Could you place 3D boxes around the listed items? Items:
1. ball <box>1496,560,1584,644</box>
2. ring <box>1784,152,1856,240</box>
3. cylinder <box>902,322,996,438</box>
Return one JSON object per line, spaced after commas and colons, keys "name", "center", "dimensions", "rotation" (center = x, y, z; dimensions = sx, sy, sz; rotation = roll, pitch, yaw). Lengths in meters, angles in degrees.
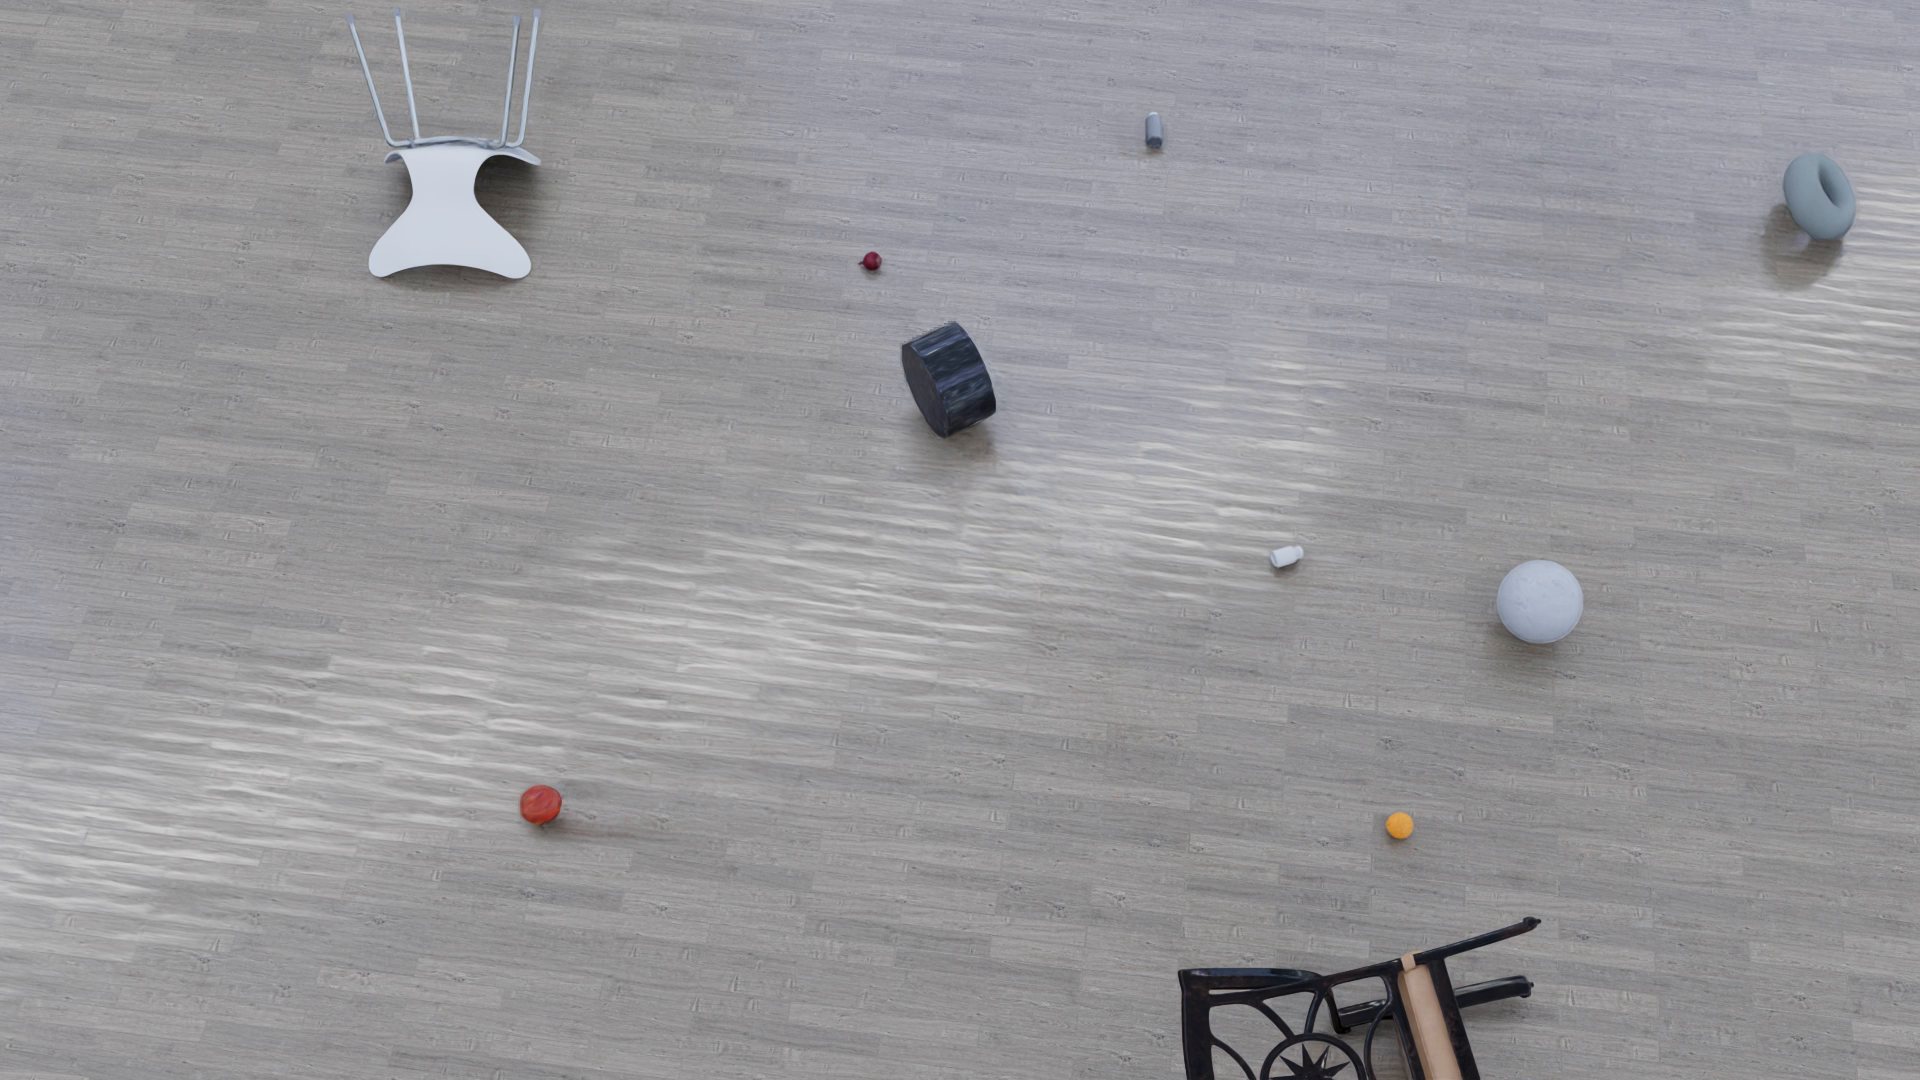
{"name": "ball", "center": [1.664, 0.177, 6.310], "dimensions": [0.241, 0.241, 0.241], "rotation": [0, 56, 0]}
{"name": "ring", "center": [2.818, -1.127, 7.204], "dimensions": [0.275, 0.120, 0.362], "rotation": [36, 46, -16]}
{"name": "cylinder", "center": [-0.036, -0.489, 6.729], "dimensions": [0.168, 0.313, 0.257], "rotation": [-26, 15, -16]}
